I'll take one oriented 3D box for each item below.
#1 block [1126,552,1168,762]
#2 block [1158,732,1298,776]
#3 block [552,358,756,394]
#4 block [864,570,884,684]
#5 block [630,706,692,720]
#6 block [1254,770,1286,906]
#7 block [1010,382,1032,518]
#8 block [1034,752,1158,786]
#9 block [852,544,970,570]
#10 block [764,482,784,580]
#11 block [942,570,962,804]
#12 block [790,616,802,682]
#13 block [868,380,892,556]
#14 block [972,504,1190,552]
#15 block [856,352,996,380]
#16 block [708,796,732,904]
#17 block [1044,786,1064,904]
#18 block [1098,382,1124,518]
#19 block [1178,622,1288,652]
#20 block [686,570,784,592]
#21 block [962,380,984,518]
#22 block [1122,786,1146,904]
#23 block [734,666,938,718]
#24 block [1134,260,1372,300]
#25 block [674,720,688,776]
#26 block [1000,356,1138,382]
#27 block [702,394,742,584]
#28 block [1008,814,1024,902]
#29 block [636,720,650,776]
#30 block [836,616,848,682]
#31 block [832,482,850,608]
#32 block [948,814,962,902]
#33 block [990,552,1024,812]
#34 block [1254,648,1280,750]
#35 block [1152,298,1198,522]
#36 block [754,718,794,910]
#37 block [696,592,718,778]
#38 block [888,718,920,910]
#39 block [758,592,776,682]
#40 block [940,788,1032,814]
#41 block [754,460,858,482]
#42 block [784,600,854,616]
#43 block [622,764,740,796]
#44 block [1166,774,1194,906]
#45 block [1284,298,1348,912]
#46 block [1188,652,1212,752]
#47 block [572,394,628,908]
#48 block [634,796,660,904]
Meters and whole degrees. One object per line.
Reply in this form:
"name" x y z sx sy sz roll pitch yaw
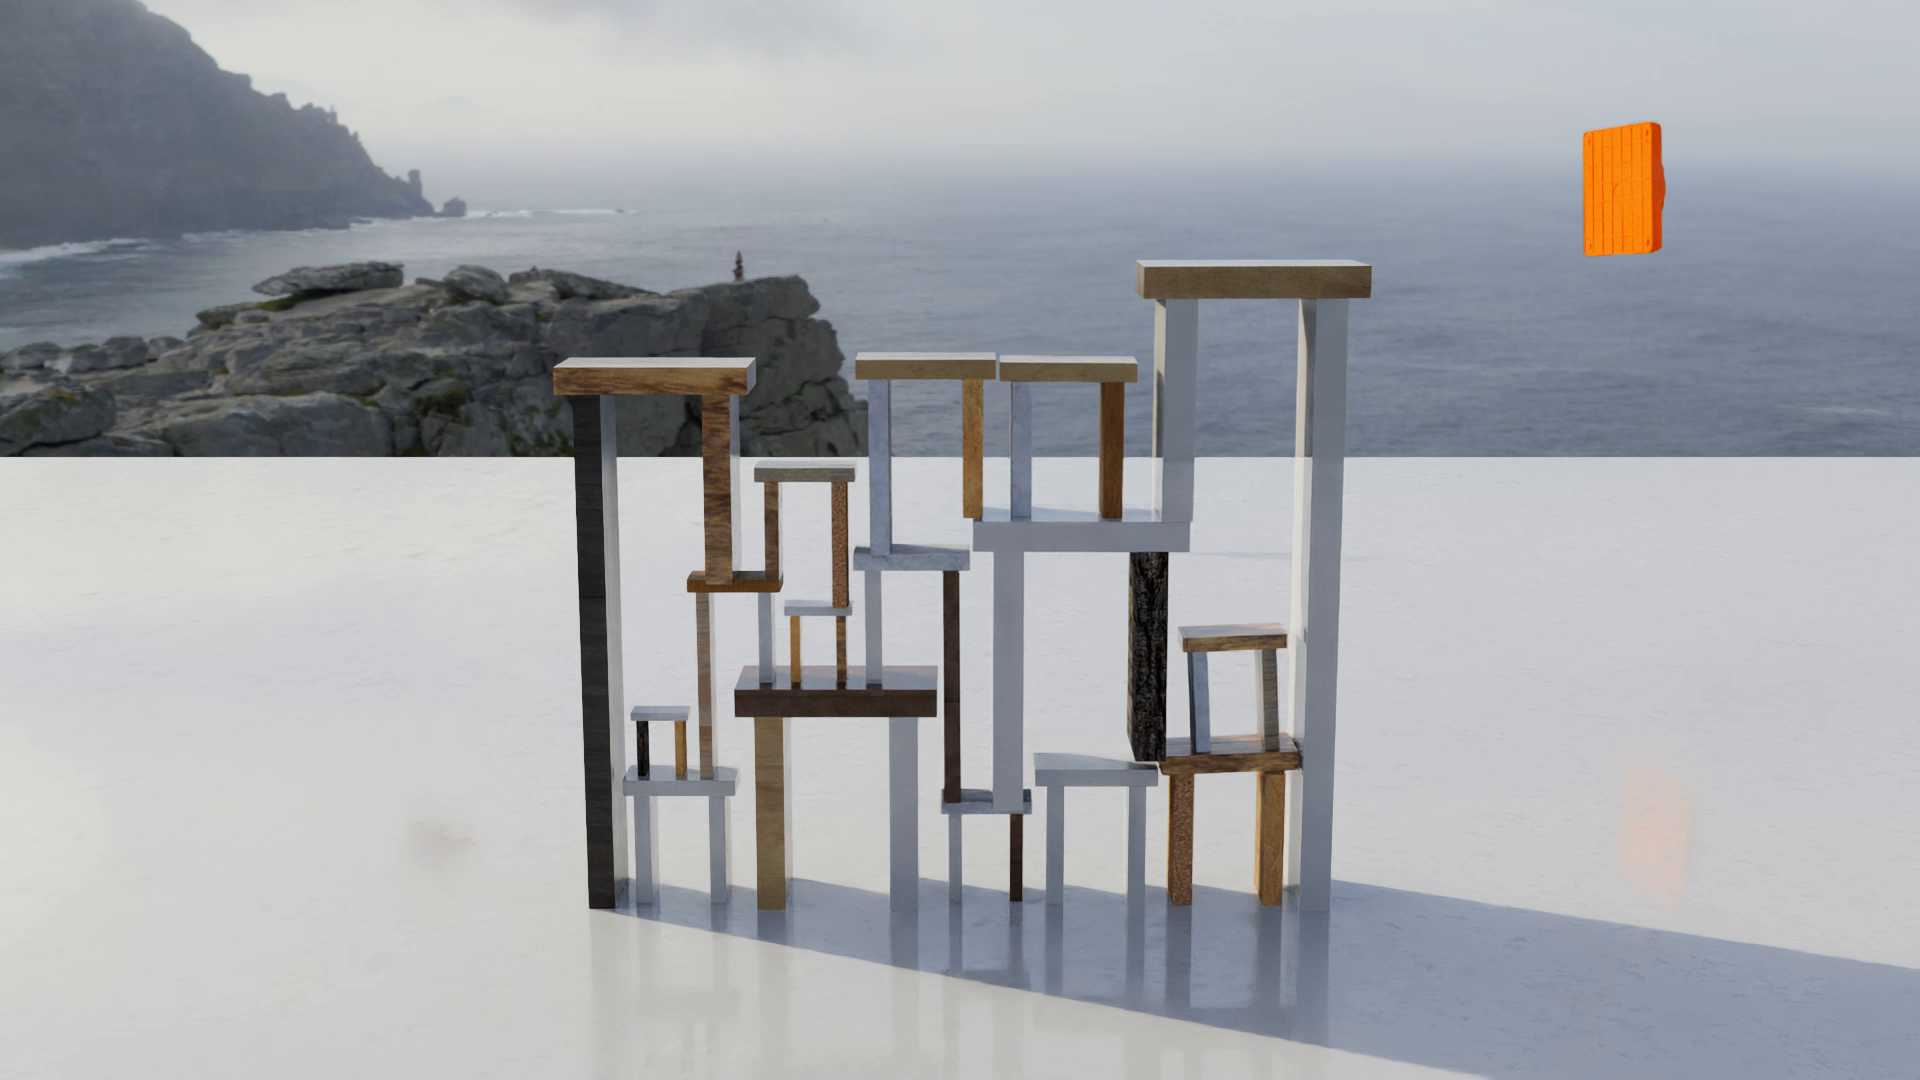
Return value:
"block" 0.306 0.173 3.592 0.049 0.343 0.171 0 10 0
"block" 0.439 0.352 3.625 0.222 0.031 0.111 -2 11 0
"block" -0.485 -0.262 3.515 0.303 0.043 0.152 0 11 0
"block" -0.139 0.133 3.587 0.027 0.187 0.094 0 11 0
"block" -0.491 0.285 3.615 0.094 0.013 0.047 0 11 0
"block" 0.513 0.481 3.648 0.031 0.222 0.111 0 11 0
"block" 0.098 -0.152 3.533 0.031 0.217 0.108 0 11 0
"block" 0.223 0.378 3.631 0.201 0.028 0.100 0 11 0
"block" -0.077 0.028 3.567 0.187 0.027 0.094 0 11 1
"block" -0.301 -0.021 3.552 0.023 0.160 0.080 0 11 0
"block" -0.014 0.231 3.606 0.027 0.388 0.094 -1 11 -1
"block" -0.267 0.172 3.588 0.016 0.110 0.055 0 10 0
"block" -0.128 -0.124 3.537 0.031 0.282 0.111 0 11 1
"block" 0.191 -0.020 3.556 0.343 0.049 0.171 0 11 0
"block" -0.054 -0.278 3.508 0.221 0.031 0.111 0 11 0
"block" -0.397 0.500 3.651 0.026 0.184 0.092 0 11 0
"block" 0.156 0.491 3.652 0.028 0.201 0.100 0 11 0
"block" 0.243 -0.151 3.534 0.031 0.217 0.108 0 11 0
"block" 0.443 0.159 3.588 0.168 0.024 0.084 -2 11 0
"block" -0.365 0.068 3.575 0.149 0.021 0.075 0 11 0
"block" 0.020 -0.153 3.530 0.031 0.221 0.111 0 11 0
"block" 0.290 0.491 3.652 0.028 0.201 0.100 0 11 0
"block" -0.199 0.248 3.608 0.325 0.046 0.162 0 11 0
"block" 0.460 -0.414 3.484 0.351 0.050 0.176 0 11 0
"block" -0.460 0.337 3.625 0.013 0.094 0.047 0 11 0
"block" 0.172 -0.274 3.514 0.217 0.031 0.108 0 11 1
"block" -0.383 -0.092 3.546 0.043 0.303 0.152 0 11 0
"block" 0.093 0.516 3.656 0.021 0.149 0.075 0 11 0
"block" -0.523 0.337 3.625 0.013 0.094 0.047 0 11 0
"block" -0.192 0.172 3.589 0.016 0.110 0.055 -1 11 0
"block" -0.194 0.002 3.556 0.023 0.205 0.080 0 11 0
"block" -0.008 0.516 3.656 0.021 0.149 0.075 0 11 0
"block" 0.077 0.213 3.599 0.049 0.426 0.171 0 11 0
"block" 0.503 0.251 3.607 0.024 0.168 0.084 -3 11 0
"block" 0.342 -0.216 3.521 0.050 0.351 0.175 0 11 0
"block" -0.308 0.430 3.642 0.046 0.325 0.162 0 11 0
"block" -0.415 0.231 3.605 0.021 0.311 0.075 0 11 0
"block" -0.091 0.430 3.642 0.046 0.325 0.162 0 11 0
"block" -0.315 0.151 3.590 0.021 0.149 0.075 0 11 0
"block" 0.043 0.433 3.640 0.149 0.021 0.075 0 11 0
"block" -0.247 -0.111 3.535 0.160 0.023 0.080 0 11 0
"block" -0.229 0.110 3.577 0.110 0.016 0.055 0 11 0
"block" -0.459 0.397 3.632 0.184 0.026 0.092 0 11 0
"block" 0.365 0.481 3.649 0.031 0.222 0.111 0 11 0
"block" 0.577 0.100 3.579 0.050 0.996 0.176 0 11 0
"block" 0.392 0.256 3.607 0.024 0.168 0.084 -3 11 0
"block" -0.586 0.174 3.596 0.043 0.845 0.152 0 11 0
"block" -0.520 0.500 3.651 0.026 0.184 0.092 0 11 0
